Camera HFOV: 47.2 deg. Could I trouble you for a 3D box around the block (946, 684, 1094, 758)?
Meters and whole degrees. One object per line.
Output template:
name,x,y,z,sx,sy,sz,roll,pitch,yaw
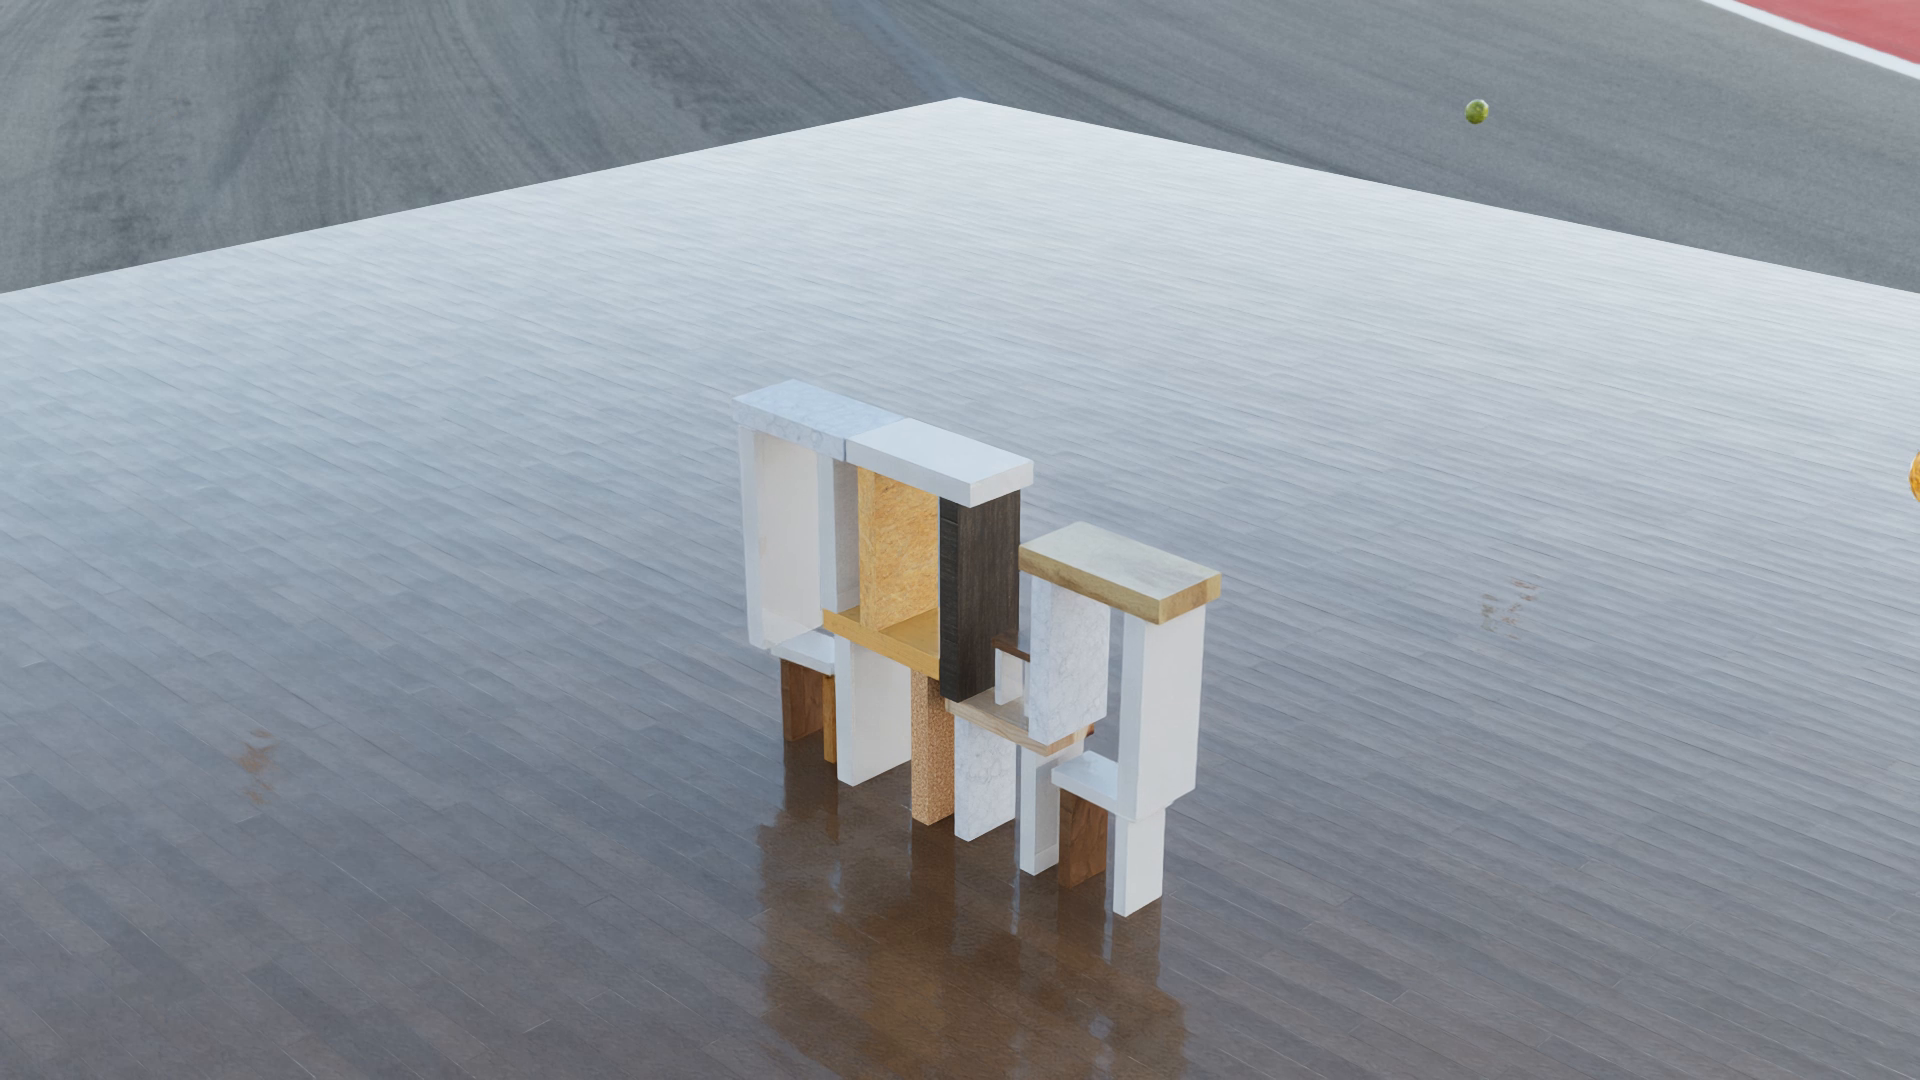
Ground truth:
block,0.113,0.334,4.238,0.268,0.038,0.134,21,31,41

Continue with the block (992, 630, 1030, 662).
block,0.121,0.203,4.178,0.117,0.017,0.058,21,31,41

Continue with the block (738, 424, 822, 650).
block,-0.374,-0.025,4.610,0.048,0.495,0.168,22,32,40

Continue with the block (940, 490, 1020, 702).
block,0.038,0.093,4.225,0.169,0.415,0.048,-21,31,-41

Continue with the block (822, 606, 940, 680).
block,-0.100,0.181,4.413,0.168,0.048,0.336,-21,31,-41

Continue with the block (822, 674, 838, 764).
block,-0.243,0.364,4.651,0.028,0.196,0.098,21,31,41

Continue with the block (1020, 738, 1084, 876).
block,0.177,0.500,4.240,0.038,0.268,0.134,21,31,41

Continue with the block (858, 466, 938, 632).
block,-0.121,-0.005,4.357,0.169,0.338,0.048,-21,31,-41

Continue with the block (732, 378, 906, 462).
block,-0.287,-0.244,4.431,0.336,0.048,0.168,21,31,40

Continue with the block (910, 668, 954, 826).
block,-0.021,0.389,4.415,0.048,0.336,0.168,21,31,41

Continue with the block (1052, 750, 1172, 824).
block,0.283,0.459,4.101,0.105,0.030,0.210,-21,32,-40

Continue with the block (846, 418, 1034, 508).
block,-0.041,-0.151,4.208,0.338,0.048,0.169,21,31,41

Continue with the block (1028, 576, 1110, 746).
block,0.204,0.199,4.081,0.047,0.334,0.167,22,31,40

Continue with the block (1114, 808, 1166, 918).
block,0.335,0.589,4.105,0.105,0.210,0.030,-21,31,-40

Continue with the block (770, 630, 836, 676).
block,-0.300,0.236,4.647,0.098,0.028,0.196,-21,25,-39

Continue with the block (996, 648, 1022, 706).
block,0.094,0.254,4.229,0.017,0.117,0.059,21,31,41

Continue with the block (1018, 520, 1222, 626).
block,0.283,0.055,3.930,0.167,0.047,0.334,-21,31,-40

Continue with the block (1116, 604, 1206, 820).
block,0.360,0.293,3.946,0.047,0.401,0.167,22,32,40

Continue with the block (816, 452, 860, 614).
block,-0.206,-0.036,4.434,0.048,0.336,0.168,21,31,41

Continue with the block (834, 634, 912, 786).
block,-0.179,0.327,4.561,0.048,0.336,0.168,21,31,41

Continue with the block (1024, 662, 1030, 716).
block,0.149,0.275,4.179,0.017,0.117,0.058,21,31,41

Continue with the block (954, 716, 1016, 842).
block,0.051,0.450,4.356,0.038,0.268,0.134,21,31,41

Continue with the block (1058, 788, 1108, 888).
block,0.236,0.550,4.196,0.030,0.210,0.105,21,31,41

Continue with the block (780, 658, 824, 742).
block,-0.338,0.328,4.735,0.028,0.196,0.098,21,31,40
